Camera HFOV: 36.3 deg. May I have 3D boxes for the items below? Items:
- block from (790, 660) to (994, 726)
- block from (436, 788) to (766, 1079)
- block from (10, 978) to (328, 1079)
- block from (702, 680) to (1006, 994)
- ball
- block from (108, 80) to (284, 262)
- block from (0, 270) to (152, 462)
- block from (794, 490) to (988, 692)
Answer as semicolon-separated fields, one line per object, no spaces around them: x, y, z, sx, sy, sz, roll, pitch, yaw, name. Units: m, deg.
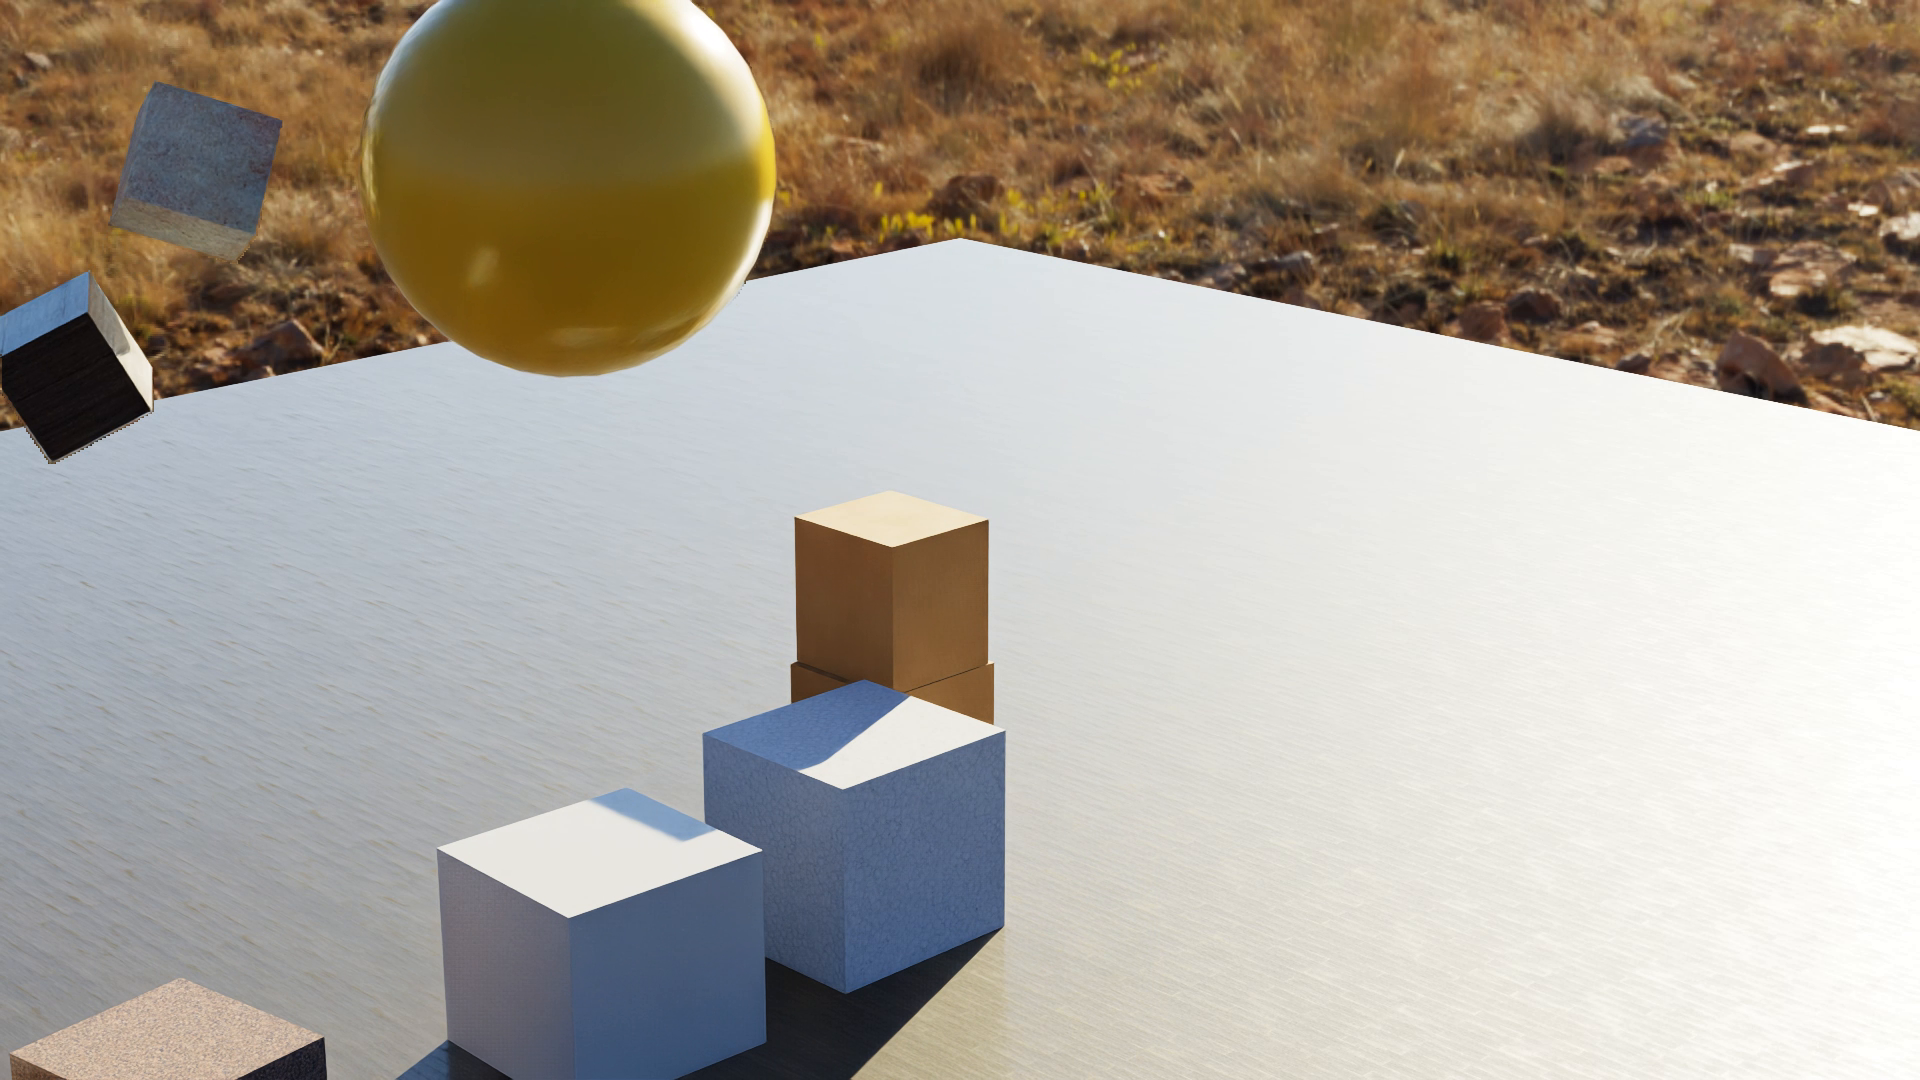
-0.320;0.958;13.979;0.694;0.790;0.669;-17;24;-42;block
-1.431;1.628;11.758;0.935;0.843;0.896;-15;23;-40;block
-2.818;2.110;10.529;0.794;0.660;0.755;13;21;35;block
-0.456;1.267;12.773;0.955;0.924;0.893;-17;24;-42;block
-1.509;-1.428;11.311;1.600;1.600;1.600;0;17;0;ball
-2.971;-1.427;11.395;0.499;0.478;0.422;16;-15;-21;block
-3.337;-0.655;11.004;0.416;0.446;0.465;-28;28;-2;block
-0.320;0.237;13.764;0.617;0.714;0.666;-16;24;-42;block
